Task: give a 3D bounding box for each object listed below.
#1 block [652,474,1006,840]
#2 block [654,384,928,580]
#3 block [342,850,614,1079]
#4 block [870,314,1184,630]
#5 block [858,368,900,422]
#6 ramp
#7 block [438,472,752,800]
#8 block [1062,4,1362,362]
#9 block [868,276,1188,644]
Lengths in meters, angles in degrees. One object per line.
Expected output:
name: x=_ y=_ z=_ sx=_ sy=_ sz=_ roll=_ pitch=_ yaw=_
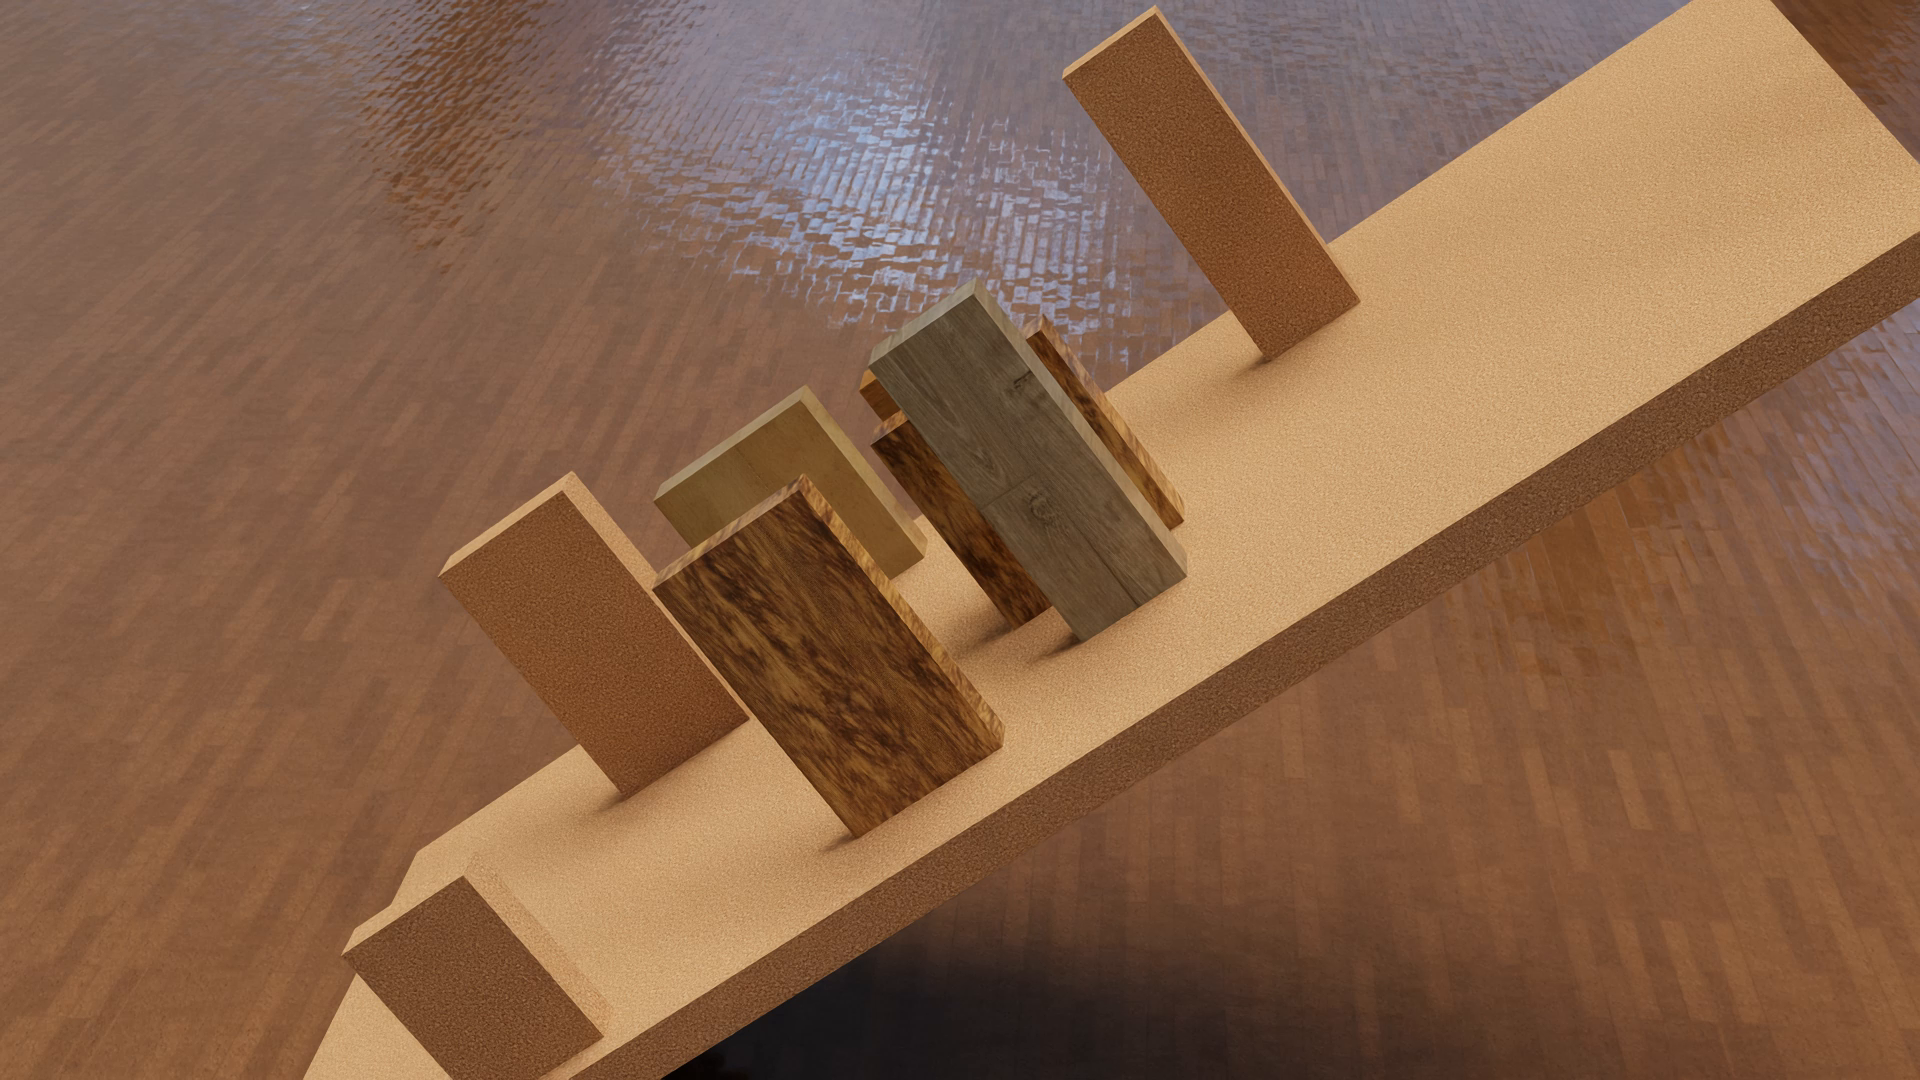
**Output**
block: x=-0.246 y=0.228 z=5.619 sx=0.353 sy=0.641 sz=0.088 roll=-33 pitch=16 yaw=16
block: x=-0.403 y=-0.046 z=7.044 sx=0.445 sy=0.486 sz=0.112 roll=-33 pitch=16 yaw=16
block: x=-0.939 y=0.864 z=5.743 sx=0.312 sy=0.431 sz=0.104 roll=-33 pitch=16 yaw=16
block: x=0.141 y=-0.137 z=6.058 sx=0.430 sy=0.502 sz=0.110 roll=-33 pitch=16 yaw=16
block: x=0.065 y=-0.184 z=6.231 sx=0.254 sy=0.573 sz=0.124 roll=-33 pitch=16 yaw=16
ramp: x=0.132 y=0.177 z=6.315 sx=4.000 sy=0.100 sz=2.000 roll=-33 pitch=16 yaw=16
block: x=-0.838 y=0.226 z=6.844 sx=0.372 sy=0.695 sz=0.124 roll=-33 pitch=16 yaw=16
block: x=0.553 y=-0.773 z=6.424 sx=0.244 sy=0.785 sz=0.086 roll=-33 pitch=16 yaw=16
block: x=0.137 y=-0.152 z=5.727 sx=0.251 sy=0.705 sz=0.115 roll=-33 pitch=16 yaw=16
